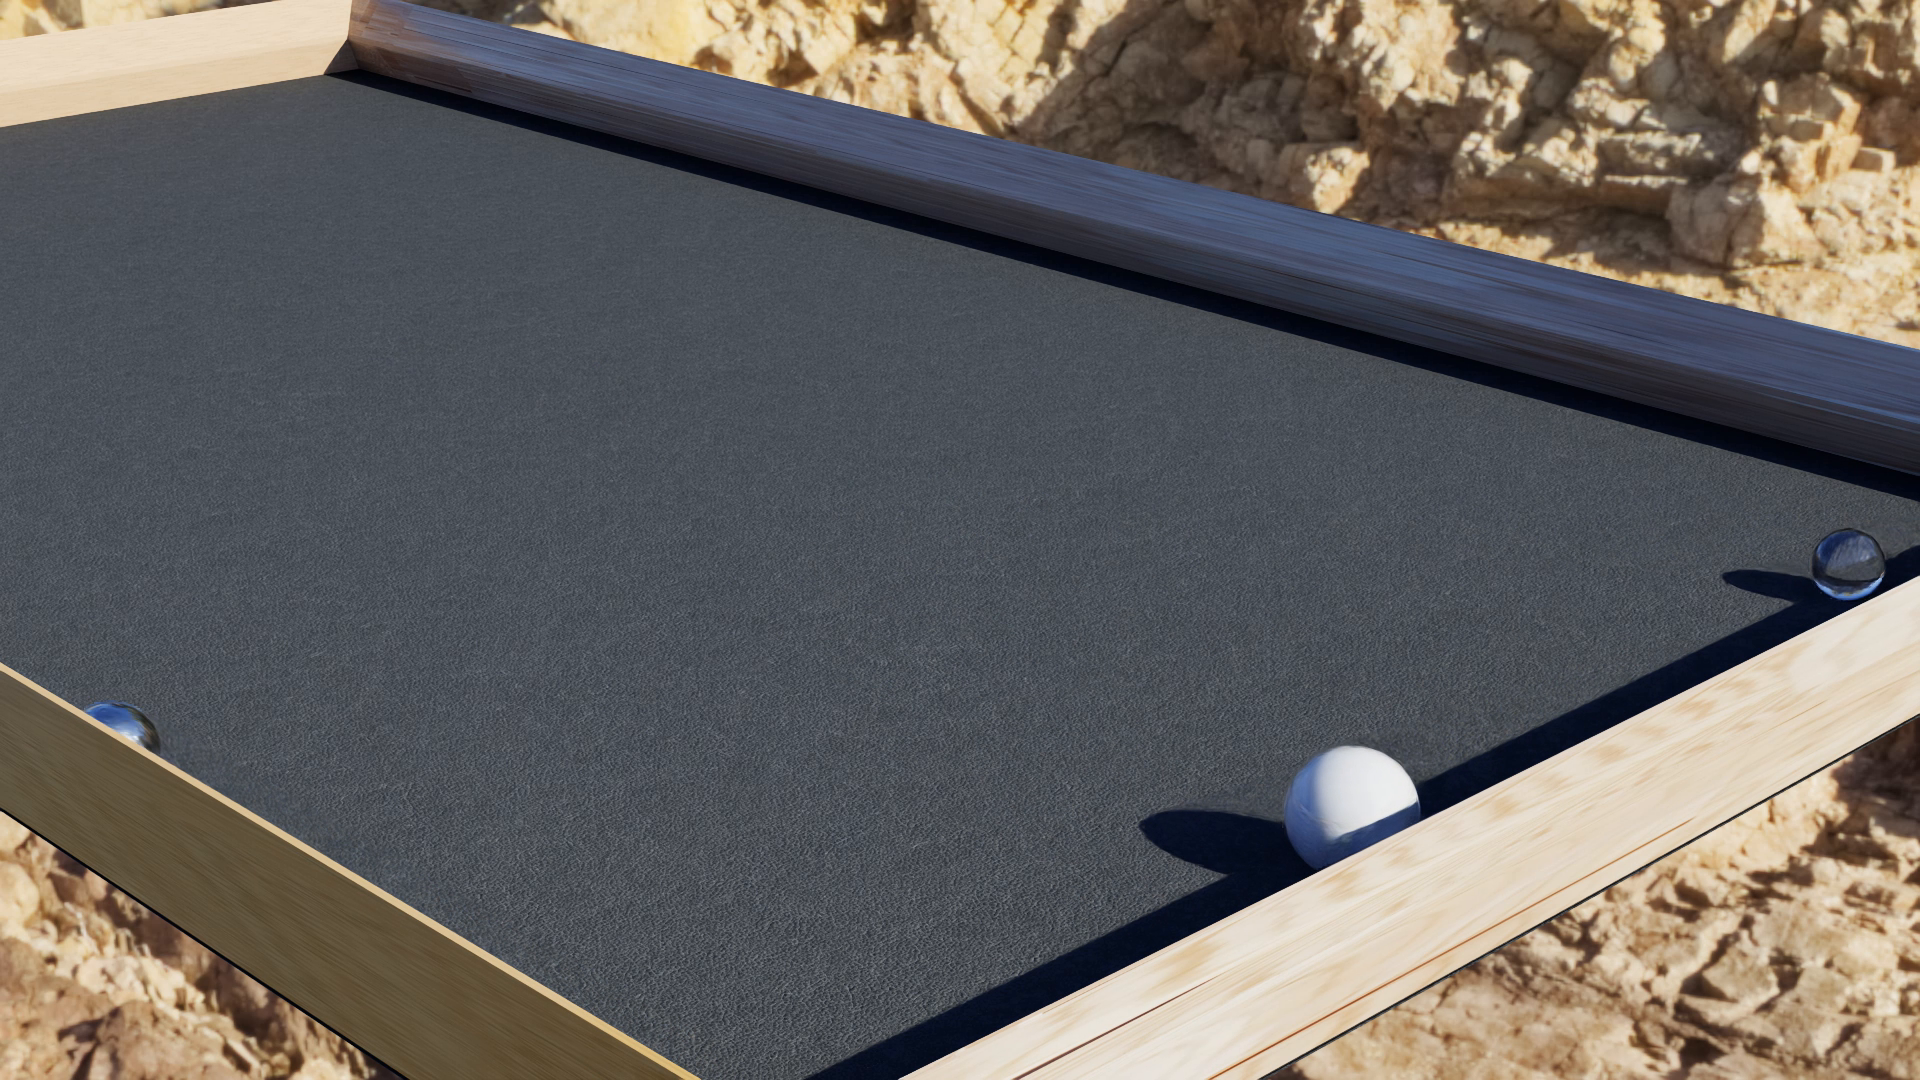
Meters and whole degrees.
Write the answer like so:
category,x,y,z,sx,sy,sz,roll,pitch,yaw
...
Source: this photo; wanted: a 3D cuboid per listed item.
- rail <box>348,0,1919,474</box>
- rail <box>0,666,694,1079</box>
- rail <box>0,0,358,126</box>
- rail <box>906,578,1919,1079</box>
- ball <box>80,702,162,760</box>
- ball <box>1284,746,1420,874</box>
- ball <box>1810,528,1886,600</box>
category,x,y,z,sx,sy,sz,roll,pitch,yaw
rail,0.074,-0.441,3.789,0.045,0.128,3.144,-19,27,-40
rail,-1.163,-0.023,2.675,0.045,0.128,3.144,-19,27,-40
rail,-1.618,-0.624,4.277,1.764,0.128,0.045,-19,27,-40
rail,0.528,0.160,2.187,1.764,0.128,0.045,-19,27,-40
ball,-0.652,0.163,2.257,0.076,0.076,0.076,0,21,0
ball,0.284,0.198,2.130,0.099,0.099,0.099,0,21,0
ball,0.799,0.022,2.645,0.065,0.065,0.065,0,21,0
